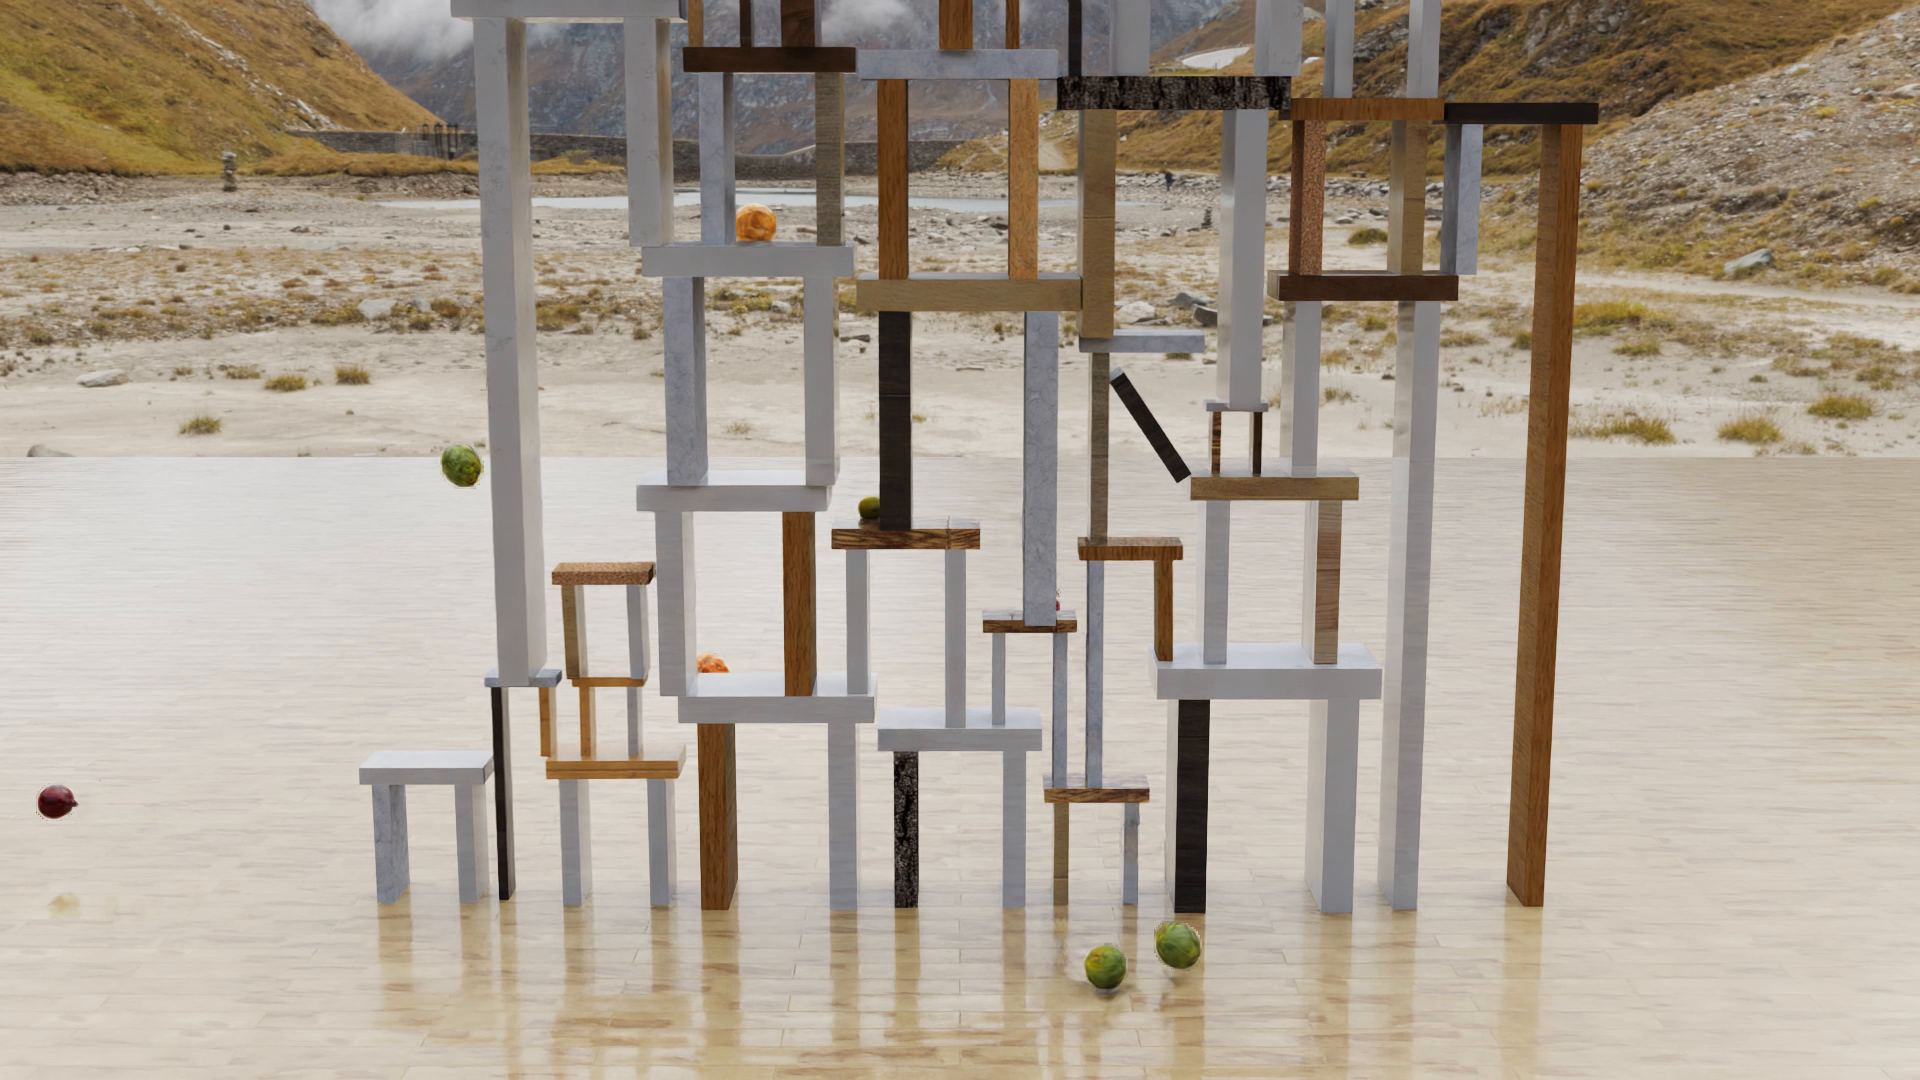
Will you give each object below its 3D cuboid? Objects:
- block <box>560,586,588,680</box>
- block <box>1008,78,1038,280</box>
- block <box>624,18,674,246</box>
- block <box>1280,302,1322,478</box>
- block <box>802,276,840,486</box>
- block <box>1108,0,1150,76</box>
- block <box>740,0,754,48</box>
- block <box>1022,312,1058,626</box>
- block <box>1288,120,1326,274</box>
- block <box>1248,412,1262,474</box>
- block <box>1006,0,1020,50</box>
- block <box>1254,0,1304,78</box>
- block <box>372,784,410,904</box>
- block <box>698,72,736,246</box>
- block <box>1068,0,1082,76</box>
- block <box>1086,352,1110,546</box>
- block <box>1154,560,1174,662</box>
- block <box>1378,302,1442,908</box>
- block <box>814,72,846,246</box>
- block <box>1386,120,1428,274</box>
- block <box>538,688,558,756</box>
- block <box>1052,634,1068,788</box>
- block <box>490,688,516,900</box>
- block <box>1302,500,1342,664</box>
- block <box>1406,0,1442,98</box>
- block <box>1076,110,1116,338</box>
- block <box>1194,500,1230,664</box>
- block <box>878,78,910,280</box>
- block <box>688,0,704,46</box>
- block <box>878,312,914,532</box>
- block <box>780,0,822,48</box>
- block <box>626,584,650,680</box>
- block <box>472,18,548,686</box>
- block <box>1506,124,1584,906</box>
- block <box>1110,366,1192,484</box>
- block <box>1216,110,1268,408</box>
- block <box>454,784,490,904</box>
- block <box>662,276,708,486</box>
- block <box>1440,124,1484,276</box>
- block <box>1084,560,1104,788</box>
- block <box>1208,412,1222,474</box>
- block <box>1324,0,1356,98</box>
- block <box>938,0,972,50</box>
[{"bbox_3d":[-0.628,0.142,3.582,0.022,0.156,0.078,-1,11,1],"label":"block"},{"bbox_3d":[0.099,-0.567,3.449,0.043,0.304,0.152,0,11,0],"label":"block"},{"bbox_3d":[-0.485,-0.637,3.440,0.049,0.344,0.172,0,11,0],"label":"block"},{"bbox_3d":[0.542,-0.247,3.510,0.039,0.278,0.139,0,10,0],"label":"block"},{"bbox_3d":[-0.220,-0.261,3.507,0.046,0.327,0.163,0,11,0],"label":"block"},{"bbox_3d":[0.264,-0.891,3.395,0.049,0.347,0.173,0,11,0],"label":"block"},{"bbox_3d":[-0.329,-0.822,3.404,0.017,0.120,0.060,1,11,0],"label":"block"},{"bbox_3d":[0.129,-0.125,3.539,0.049,0.500,0.173,0,11,0],"label":"block"},{"bbox_3d":[0.547,-0.541,3.464,0.034,0.237,0.118,0,11,-1],"label":"block"},{"bbox_3d":[0.475,-0.160,3.530,0.014,0.099,0.049,0,11,0],"label":"block"},{"bbox_3d":[0.082,-0.828,3.405,0.020,0.139,0.070,0,11,0],"label":"block"},{"bbox_3d":[0.496,-0.891,3.395,0.049,0.346,0.173,1,11,0],"label":"block"},{"bbox_3d":[-0.946,0.490,3.655,0.029,0.203,0.101,0,11,0],"label":"block"},{"bbox_3d":[-0.380,-0.598,3.450,0.037,0.264,0.132,1,11,1],"label":"block"},{"bbox_3d":[0.178,-0.808,3.404,0.020,0.180,0.070,0,11,1],"label":"block"},{"bbox_3d":[0.222,-0.151,3.535,0.028,0.310,0.098,0,11,0],"label":"block"},{"bbox_3d":[0.331,0.107,3.577,0.023,0.166,0.083,-1,11,0],"label":"block"},{"bbox_3d":[0.728,0.103,3.575,0.039,0.991,0.139,0,11,0],"label":"block"},{"bbox_3d":[-0.203,-0.598,3.450,0.037,0.264,0.132,0,11,0],"label":"block"},{"bbox_3d":[0.704,-0.541,3.464,0.034,0.237,0.118,0,11,0],"label":"block"},{"bbox_3d":[-0.677,0.291,3.612,0.017,0.117,0.058,0,11,0],"label":"block"},{"bbox_3d":[0.164,0.270,3.606,0.022,0.259,0.076,0,11,0],"label":"block"},{"bbox_3d":[-0.754,0.412,3.634,0.017,0.363,0.058,0,11,0],"label":"block"},{"bbox_3d":[0.587,0.057,3.572,0.038,0.266,0.133,0,11,0],"label":"block"},{"bbox_3d":[0.721,-0.787,3.415,0.028,0.198,0.099,0,11,0],"label":"block"},{"bbox_3d":[0.214,-0.500,3.460,0.049,0.347,0.174,0,11,0],"label":"block"},{"bbox_3d":[0.409,0.057,3.572,0.038,0.266,0.133,0,11,0],"label":"block"},{"bbox_3d":[-0.104,-0.567,3.450,0.043,0.304,0.152,0,11,0],"label":"block"},{"bbox_3d":[-0.409,-0.822,3.404,0.017,0.120,0.060,0,11,0],"label":"block"},{"bbox_3d":[-0.102,-0.200,3.525,0.049,0.346,0.173,0,10,0],"label":"block"},{"bbox_3d":[-0.245,-0.941,3.384,0.051,0.360,0.180,0,11,0],"label":"block"},{"bbox_3d":[-0.524,0.141,3.582,0.022,0.156,0.078,-1,11,0],"label":"block"},{"bbox_3d":[-0.713,-0.294,3.501,0.049,1.040,0.172,0,11,-1],"label":"block"},{"bbox_3d":[0.941,-0.029,3.550,0.033,1.261,0.115,0,11,0],"label":"block"},{"bbox_3d":[0.302,-0.186,3.529,0.028,0.195,0.098,-34,9,6],"label":"block"},{"bbox_3d":[0.444,-0.446,3.471,0.049,0.457,0.174,0,11,0],"label":"block"},{"bbox_3d":[-0.811,0.490,3.655,0.029,0.203,0.101,0,11,0],"label":"block"},{"bbox_3d":[-0.437,-0.261,3.507,0.046,0.327,0.163,0,11,0],"label":"block"},{"bbox_3d":[0.787,-0.536,3.456,0.033,0.230,0.115,0,11,0],"label":"block"},{"bbox_3d":[0.220,0.211,3.597,0.023,0.378,0.083,0,11,0],"label":"block"},{"bbox_3d":[0.409,-0.160,3.531,0.014,0.099,0.050,0,11,0],"label":"block"},{"bbox_3d":[0.589,-0.786,3.414,0.028,0.198,0.099,0,11,0],"label":"block"},{"bbox_3d":[-0.006,-0.938,3.384,0.051,0.364,0.180,0,11,0],"label":"block"}]
